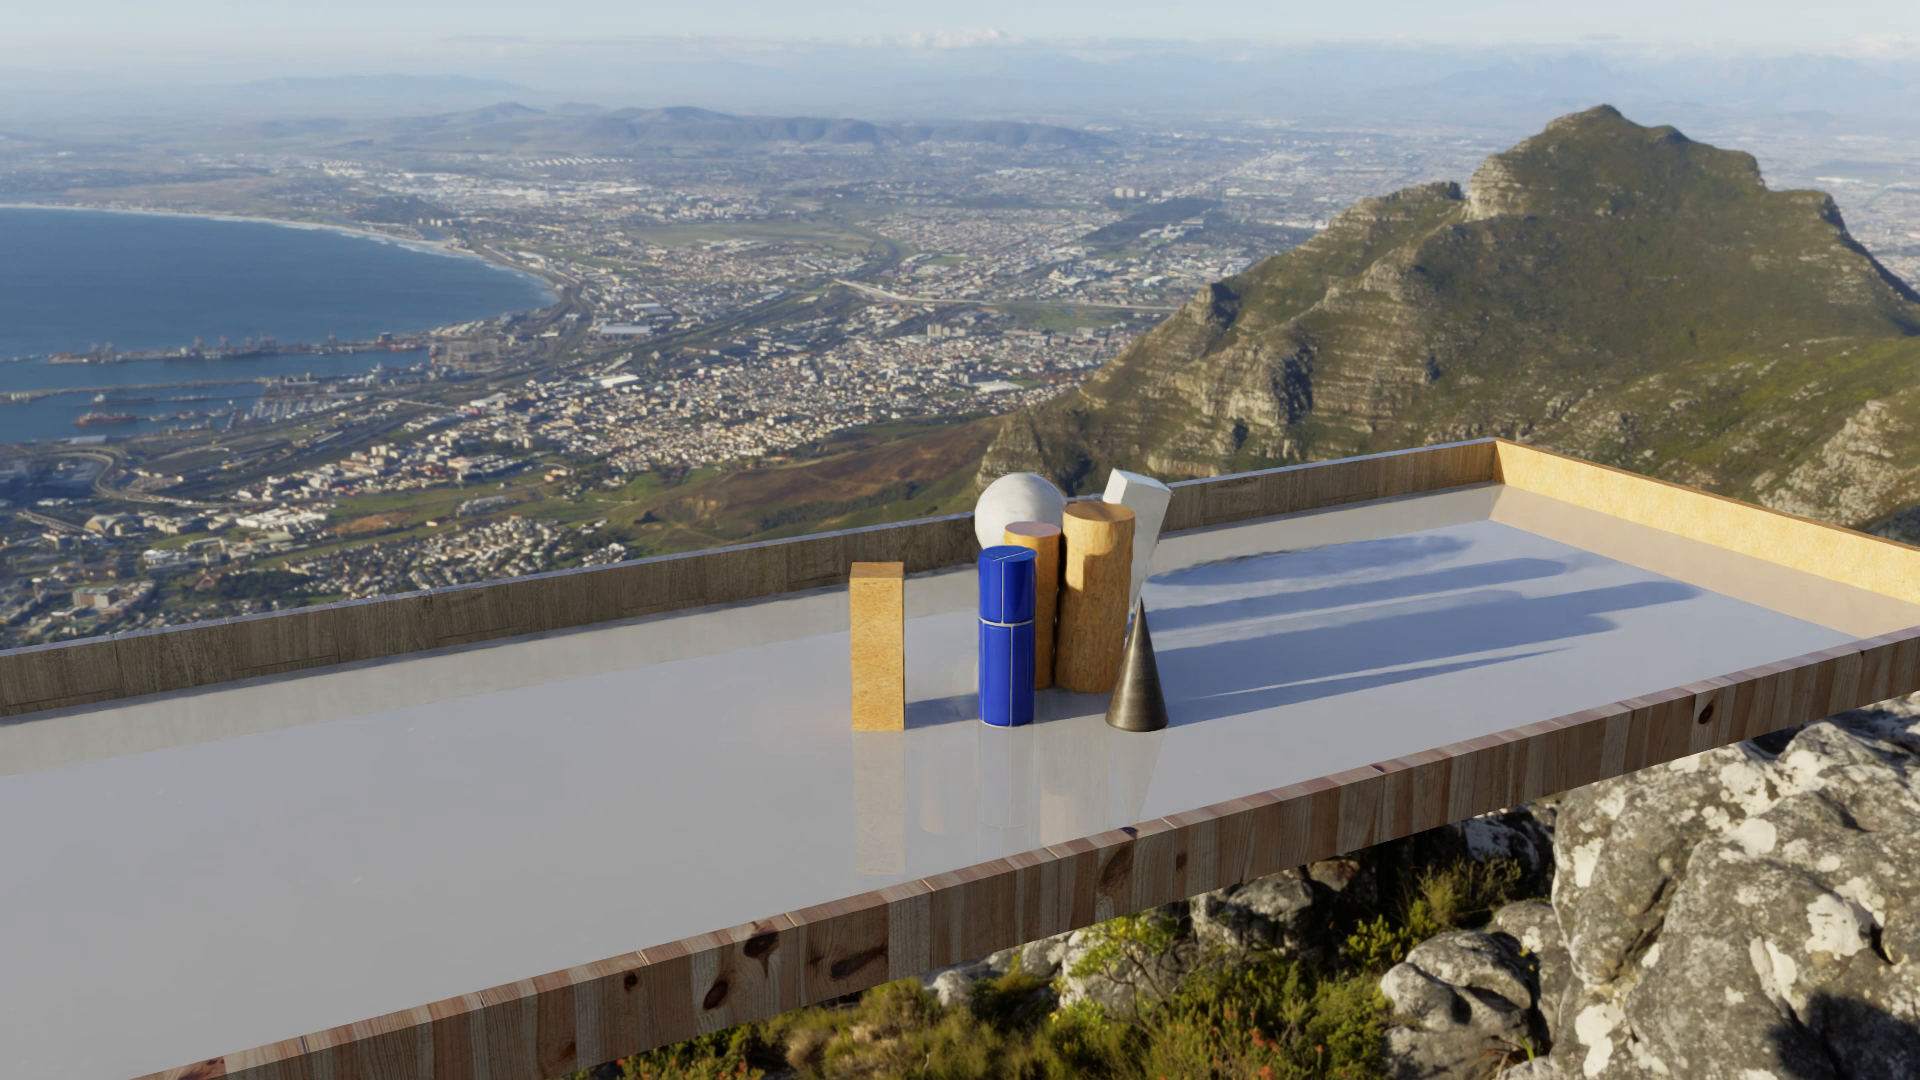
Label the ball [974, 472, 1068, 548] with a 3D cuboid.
[{"bbox_3d":[0.176,-0.056,4.708,0.274,0.274,0.274,0,16,0],"label":"ball"}]

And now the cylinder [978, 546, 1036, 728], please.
[{"bbox_3d":[0.110,0.226,3.866,0.133,0.406,0.133,0,16,0],"label":"cylinder"}]

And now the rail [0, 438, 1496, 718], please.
[{"bbox_3d":[-3.305,0.497,3.399,12.000,0.150,0.050,-9,18,-27],"label":"rail"}]

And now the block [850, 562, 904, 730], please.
[{"bbox_3d":[-0.191,0.248,3.848,0.119,0.374,0.119,0,16,0],"label":"block"}]

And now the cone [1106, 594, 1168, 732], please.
[{"bbox_3d":[0.419,0.276,3.862,0.150,0.312,0.150,0,16,0],"label":"cone"}]

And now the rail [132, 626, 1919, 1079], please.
[{"bbox_3d":[-2.336,1.006,1.665,12.000,0.150,0.050,-9,18,-27],"label":"rail"}]

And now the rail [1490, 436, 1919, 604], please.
[{"bbox_3d":[2.466,-0.048,5.253,0.050,0.150,2.100,-9,18,-27],"label":"rail"}]

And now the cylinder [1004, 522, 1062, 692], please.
[{"bbox_3d":[0.169,0.164,4.081,0.139,0.397,0.139,3,16,-1],"label":"cylinder"}]

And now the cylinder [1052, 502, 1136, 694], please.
[{"bbox_3d":[0.329,0.141,4.081,0.176,0.441,0.176,2,17,-1],"label":"cylinder"}]

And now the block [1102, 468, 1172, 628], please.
[{"bbox_3d":[0.431,0.031,4.478,0.132,0.413,0.132,14,12,-16],"label":"block"}]
